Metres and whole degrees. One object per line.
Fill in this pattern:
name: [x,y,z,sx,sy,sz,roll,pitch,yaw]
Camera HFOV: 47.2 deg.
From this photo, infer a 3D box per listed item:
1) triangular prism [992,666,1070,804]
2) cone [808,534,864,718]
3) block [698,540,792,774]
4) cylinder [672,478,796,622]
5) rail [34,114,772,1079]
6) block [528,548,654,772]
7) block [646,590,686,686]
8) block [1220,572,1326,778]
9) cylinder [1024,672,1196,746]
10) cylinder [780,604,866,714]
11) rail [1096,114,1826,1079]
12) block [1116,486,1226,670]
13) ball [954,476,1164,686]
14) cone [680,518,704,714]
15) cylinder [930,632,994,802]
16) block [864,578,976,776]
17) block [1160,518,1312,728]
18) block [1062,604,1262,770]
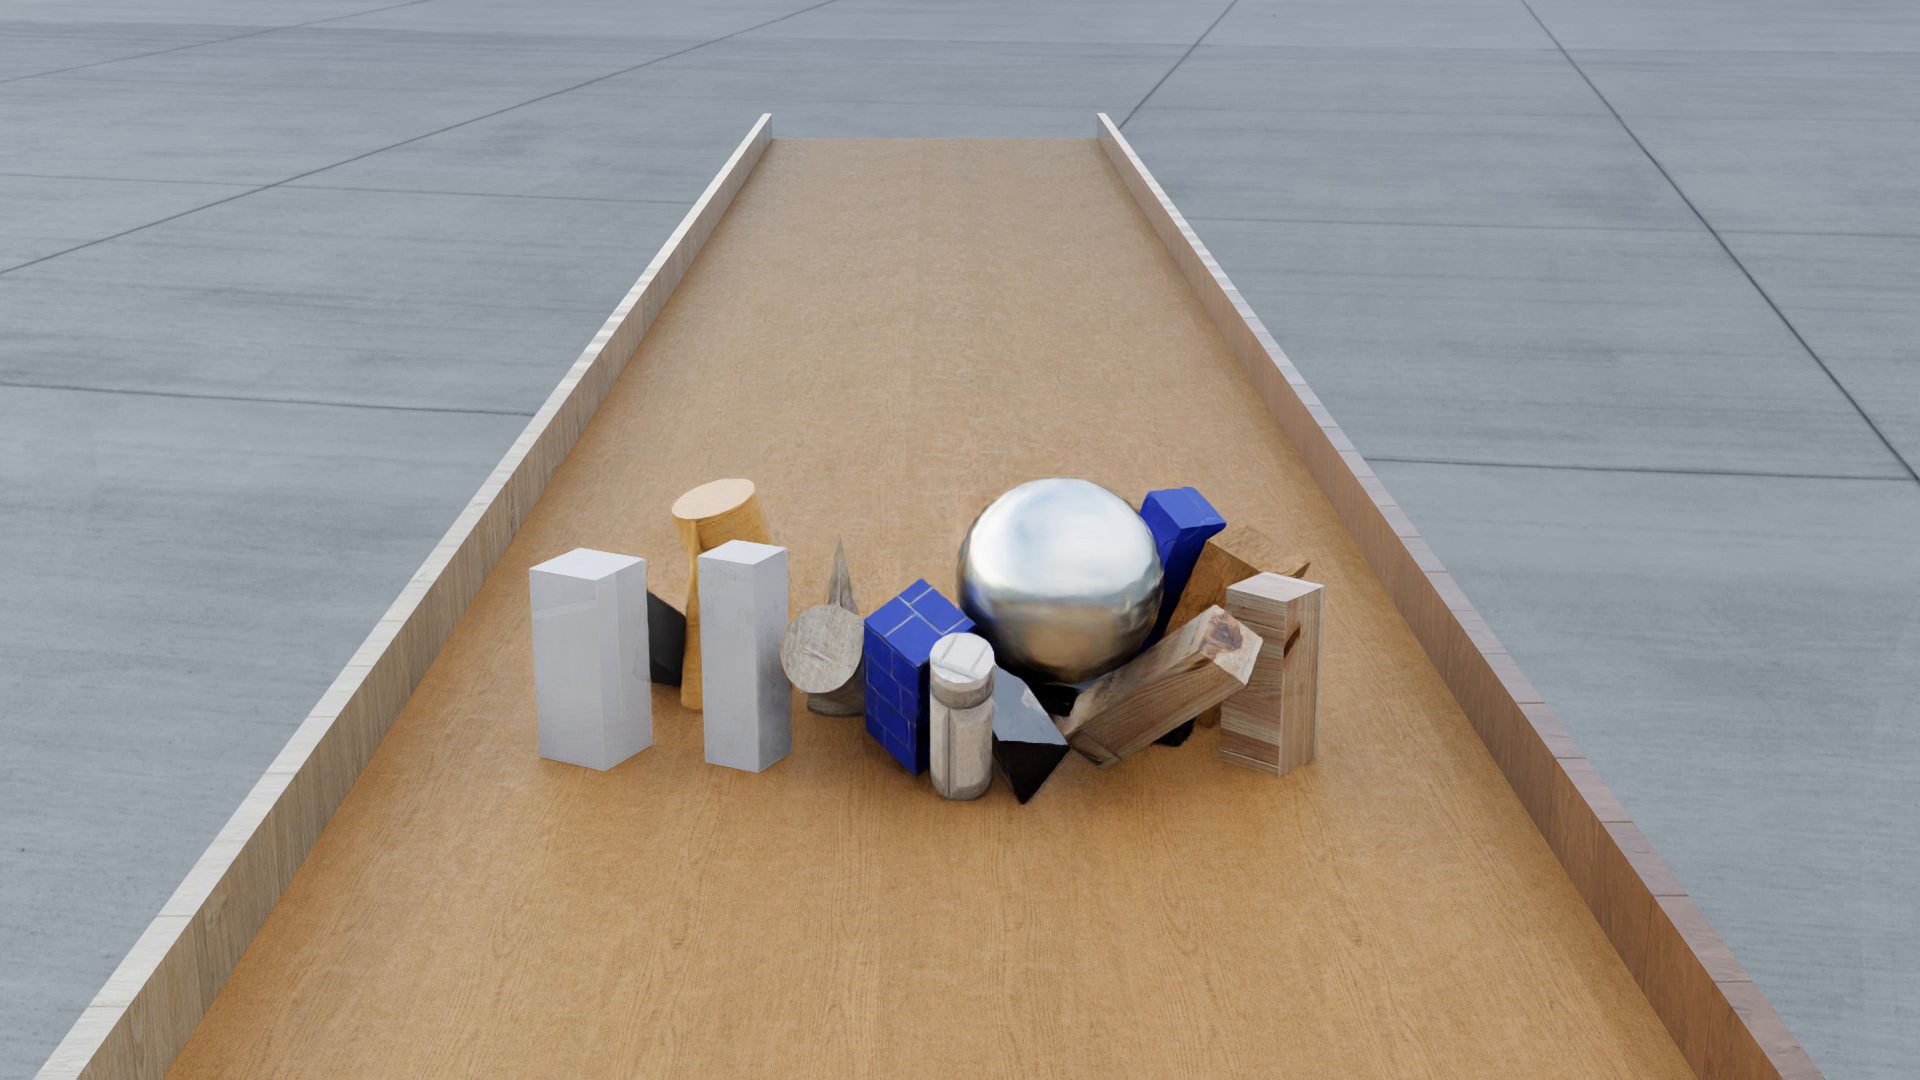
triangular prism: [0.061,0.311,3.878,0.111,0.128,0.395,36,6,-20]
cone: [-0.223,0.149,4.124,0.135,0.344,0.135,0,17,0]
block: [-0.377,0.204,3.870,0.112,0.382,0.112,8,18,26]
cylinder: [-0.416,0.088,4.205,0.160,0.384,0.160,-13,26,6]
rail: [-1.118,-0.838,7.780,0.050,0.150,12.000,0,17,-1]
block: [-0.653,0.210,3.904,0.144,0.351,0.144,9,19,27]
block: [-0.598,0.176,4.163,0.108,0.108,0.301,7,-19,28]
block: [0.549,0.235,3.872,0.124,0.322,0.124,14,22,40]
cylinder: [0.249,0.289,4.074,0.380,0.103,0.103,12,21,36]
cylinder: [-0.169,0.227,3.926,0.156,0.156,0.356,8,-10,25]
rail: [0.932,-0.844,7.801,0.050,0.150,12.000,0,17,-1]
block: [0.357,0.100,4.142,0.109,0.413,0.109,-7,43,-34]
ball: [0.169,0.070,3.753,0.358,0.358,0.358,0,17,0]
cone: [-0.485,0.130,4.114,0.104,0.381,0.104,-2,19,1]
cylinder: [0.003,0.297,3.644,0.104,0.329,0.104,0,49,0]
block: [-0.070,0.238,3.770,0.131,0.327,0.131,-36,60,-26]
block: [0.490,0.155,4.071,0.156,0.327,0.156,31,27,18]
block: [0.335,0.255,3.724,0.101,0.417,0.101,36,51,-12]
